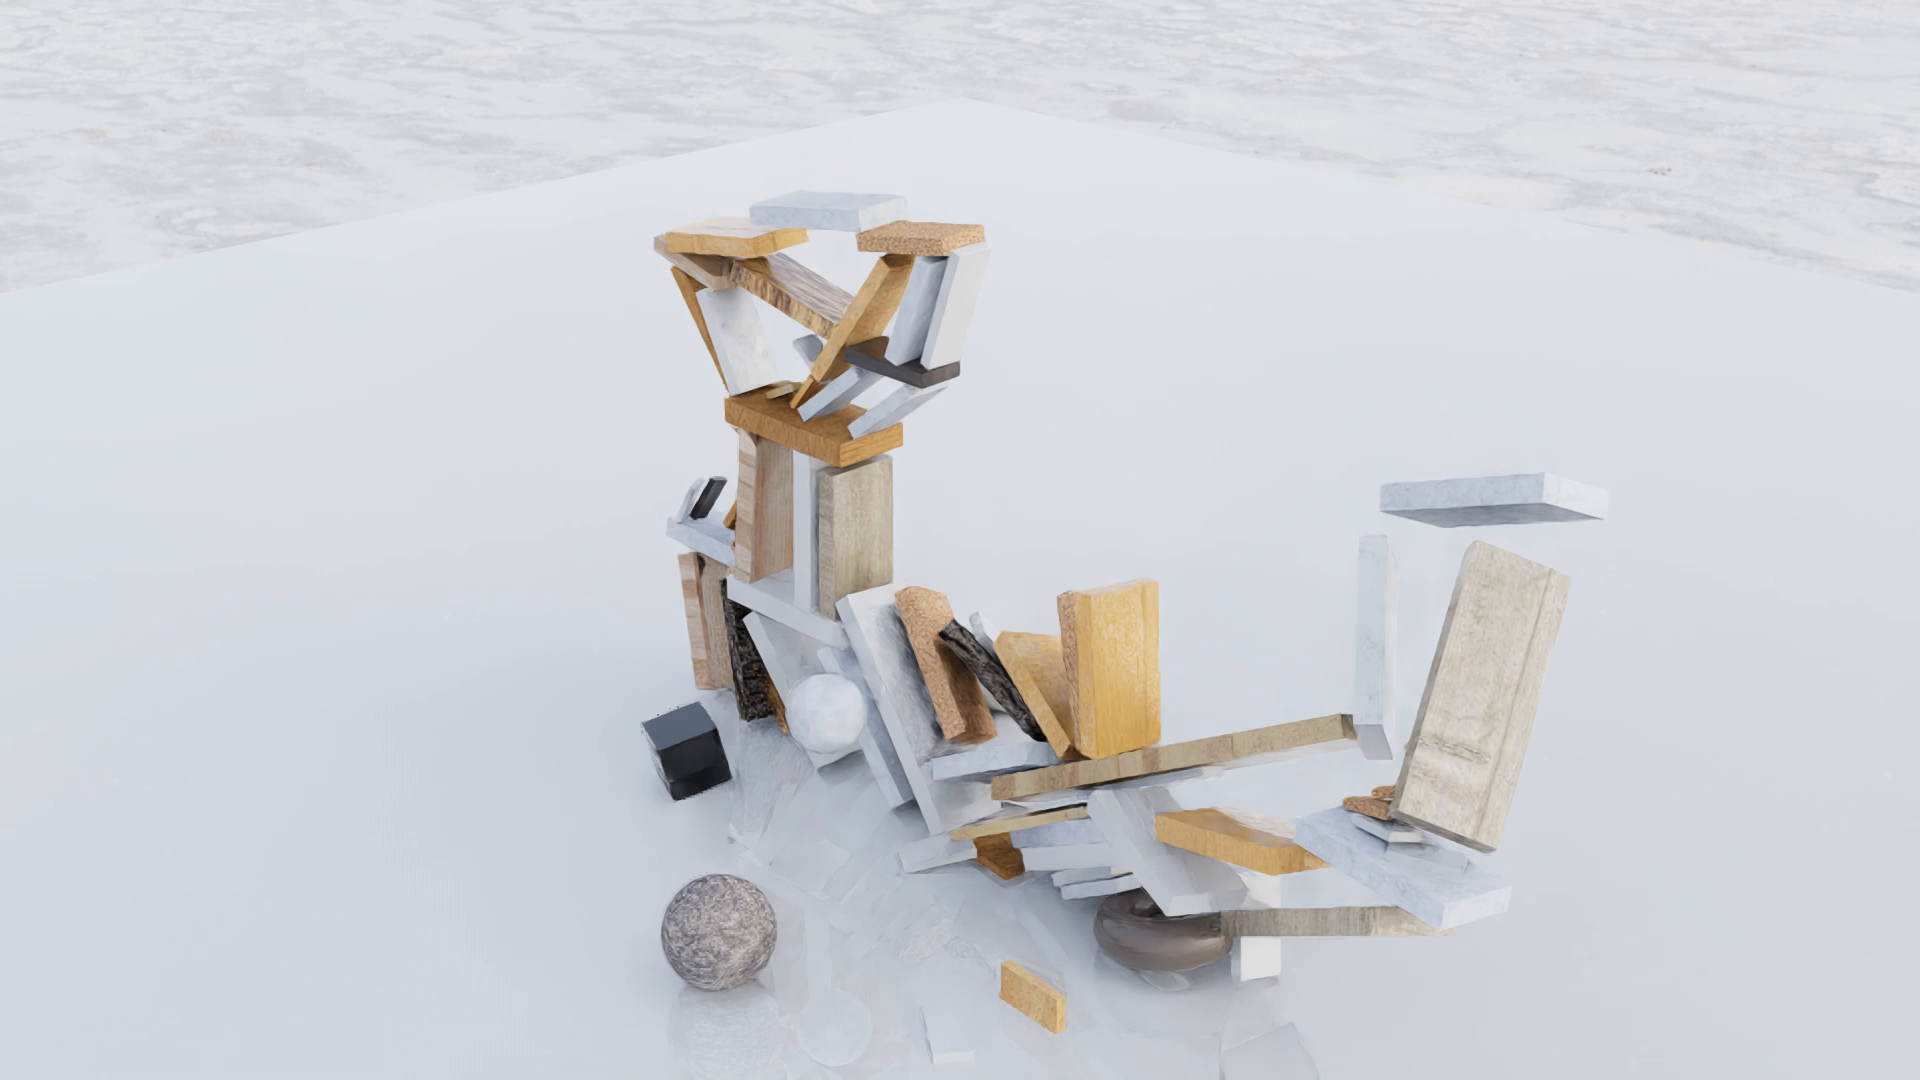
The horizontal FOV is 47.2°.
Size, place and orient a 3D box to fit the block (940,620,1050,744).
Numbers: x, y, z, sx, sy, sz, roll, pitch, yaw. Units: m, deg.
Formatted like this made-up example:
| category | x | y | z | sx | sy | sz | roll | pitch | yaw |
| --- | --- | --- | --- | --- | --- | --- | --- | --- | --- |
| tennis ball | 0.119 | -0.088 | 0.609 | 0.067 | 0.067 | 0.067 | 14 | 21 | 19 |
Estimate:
| category | x | y | z | sx | sy | sz | roll | pitch | yaw |
| --- | --- | --- | --- | --- | --- | --- | --- | --- | --- |
| block | 0.090 | 0.292 | 4.343 | 0.043 | 0.152 | 0.303 | -45 | 54 | 3 |

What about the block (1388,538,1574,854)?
| category | x | y | z | sx | sy | sz | roll | pitch | yaw |
| --- | --- | --- | --- | --- | --- | --- | --- | --- | --- |
| block | 0.824 | 0.244 | 3.472 | 0.168 | 0.471 | 0.048 | 22 | -19 | -2 |

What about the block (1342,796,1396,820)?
| category | x | y | z | sx | sy | sz | roll | pitch | yaw |
| --- | --- | --- | --- | --- | --- | --- | --- | --- | --- |
| block | 0.674 | 0.431 | 3.538 | 0.059 | 0.017 | 0.118 | 1 | 3 | -25 |

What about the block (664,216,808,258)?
| category | x | y | z | sx | sy | sz | roll | pitch | yaw |
| --- | --- | --- | --- | --- | --- | --- | --- | --- | --- |
| block | -0.453 | -0.615 | 4.452 | 0.141 | 0.040 | 0.283 | -24 | 25 | -39 |

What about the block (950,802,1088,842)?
| category | x | y | z | sx | sy | sz | roll | pitch | yaw |
| --- | --- | --- | --- | --- | --- | --- | --- | --- | --- |
| block | 0.148 | 0.525 | 4.148 | 0.334 | 0.020 | 0.072 | -13 | -2 | 20 |

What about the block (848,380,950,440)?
| category | x | y | z | sx | sy | sz | roll | pitch | yaw |
| --- | --- | --- | --- | --- | --- | --- | --- | --- | --- |
| block | -0.120 | -0.259 | 4.240 | 0.103 | 0.029 | 0.207 | -22 | -6 | -39 |

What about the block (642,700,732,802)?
| category | x | y | z | sx | sy | sz | roll | pitch | yaw |
| --- | --- | --- | --- | --- | --- | --- | --- | --- | --- |
| block | -0.563 | 0.435 | 4.537 | 0.128 | 0.128 | 0.128 | -21 | 29 | -15 |

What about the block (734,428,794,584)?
| category | x | y | z | sx | sy | sz | roll | pitch | yaw |
| --- | --- | --- | --- | --- | --- | --- | --- | --- | --- |
| block | -0.386 | -0.094 | 4.600 | 0.049 | 0.346 | 0.173 | 26 | 34 | 35 |

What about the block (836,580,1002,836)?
| category | x | y | z | sx | sy | sz | roll | pitch | yaw |
| --- | --- | --- | --- | --- | --- | --- | --- | --- | --- |
| block | -0.083 | 0.334 | 4.420 | 0.159 | 0.507 | 0.045 | -14 | -13 | -42 |

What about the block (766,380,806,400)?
| category | x | y | z | sx | sy | sz | roll | pitch | yaw |
| --- | --- | --- | --- | --- | --- | --- | --- | --- | --- |
| block | -0.343 | -0.305 | 4.452 | 0.054 | 0.015 | 0.108 | -16 | 3 | -34 |

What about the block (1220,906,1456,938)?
| category | x | y | z | sx | sy | sz | roll | pitch | yaw |
| --- | --- | --- | --- | --- | --- | --- | --- | --- | --- |
| block | 0.618 | 0.635 | 3.648 | 0.157 | 0.044 | 0.457 | 5 | -12 | -23 |

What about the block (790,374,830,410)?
| category | x | y | z | sx | sy | sz | roll | pitch | yaw |
| --- | --- | --- | --- | --- | --- | --- | --- | --- | --- |
| block | -0.296 | -0.302 | 4.410 | 0.054 | 0.108 | 0.015 | -17 | 71 | -35 |

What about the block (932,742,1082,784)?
| category | x | y | z | sx | sy | sz | roll | pitch | yaw |
| --- | --- | --- | --- | --- | --- | --- | --- | --- | --- |
| block | 0.096 | 0.434 | 4.268 | 0.152 | 0.043 | 0.303 | 8 | -15 | -36 |

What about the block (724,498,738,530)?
| category | x | y | z | sx | sy | sz | roll | pitch | yaw |
| --- | --- | --- | --- | --- | --- | --- | --- | --- | --- |
| block | -0.439 | -0.091 | 4.822 | 0.088 | 0.176 | 0.025 | 14 | 30 | -39 |

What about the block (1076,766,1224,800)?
| category | x | y | z | sx | sy | sz | roll | pitch | yaw |
| --- | --- | --- | --- | --- | --- | --- | --- | --- | --- |
| block | 0.347 | 0.448 | 4.047 | 0.059 | 0.017 | 0.312 | 7 | -17 | -43 |

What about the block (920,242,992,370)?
| category | x | y | z | sx | sy | sz | roll | pitch | yaw |
| --- | --- | --- | --- | --- | --- | --- | --- | --- | --- |
| block | -0.008 | -0.432 | 4.066 | 0.084 | 0.246 | 0.024 | -21 | 49 | -41 |

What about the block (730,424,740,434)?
| category | x | y | z | sx | sy | sz | roll | pitch | yaw |
| --- | --- | --- | --- | --- | --- | --- | --- | --- | --- |
| block | -0.443 | -0.223 | 4.743 | 0.105 | 0.015 | 0.053 | 44 | 30 | 24 |

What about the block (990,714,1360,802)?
| category | x | y | z | sx | sy | sz | roll | pitch | yaw |
| --- | --- | --- | --- | --- | --- | --- | --- | --- | --- |
| block | 0.401 | 0.402 | 4.001 | 0.782 | 0.043 | 0.153 | -16 | -16 | 39 |

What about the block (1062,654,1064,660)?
| category | x | y | z | sx | sy | sz | roll | pitch | yaw |
| --- | --- | --- | --- | --- | --- | --- | --- | --- | --- |
| block | 0.255 | 0.291 | 4.185 | 0.084 | 0.168 | 0.024 | 3 | -28 | -43 |

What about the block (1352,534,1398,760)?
| category | x | y | z | sx | sy | sz | roll | pitch | yaw |
| --- | --- | --- | --- | --- | --- | --- | --- | --- | --- |
| block | 0.697 | 0.180 | 3.679 | 0.048 | 0.168 | 0.337 | -2 | 65 | 18 |

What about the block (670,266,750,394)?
| category | x | y | z | sx | sy | sz | roll | pitch | yaw |
| --- | --- | --- | --- | --- | --- | --- | --- | --- | --- |
| block | -0.473 | -0.379 | 4.653 | 0.032 | 0.469 | 0.112 | -18 | 13 | 30 |

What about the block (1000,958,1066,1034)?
| category | x | y | z | sx | sy | sz | roll | pitch | yaw |
| --- | --- | --- | --- | --- | --- | --- | --- | --- | --- |
| block | 0.125 | 0.790 | 3.806 | 0.020 | 0.072 | 0.144 | -19 | 29 | -37 |

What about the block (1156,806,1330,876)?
| category | x | y | z | sx | sy | sz | roll | pitch | yaw |
| --- | --- | --- | --- | --- | --- | --- | --- | --- | --- |
| block | 0.491 | 0.509 | 3.740 | 0.157 | 0.044 | 0.314 | -3 | 6 | -32 |

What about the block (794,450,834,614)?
| category | x | y | z | sx | sy | sz | roll | pitch | yaw |
| --- | --- | --- | --- | --- | --- | --- | --- | --- | --- |
| block | -0.257 | -0.038 | 4.478 | 0.049 | 0.346 | 0.173 | 23 | 32 | 39 |

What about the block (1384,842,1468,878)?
| category | x | y | z | sx | sy | sz | roll | pitch | yaw |
| --- | --- | --- | --- | --- | --- | --- | --- | --- | --- |
| block | 0.727 | 0.494 | 3.426 | 0.119 | 0.017 | 0.059 | 12 | 19 | 19 |

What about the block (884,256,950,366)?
| category | x | y | z | sx | sy | sz | roll | pitch | yaw |
| --- | --- | --- | --- | --- | --- | --- | --- | --- | --- |
| block | -0.064 | -0.439 | 4.107 | 0.032 | 0.226 | 0.113 | 38 | 39 | 23 |

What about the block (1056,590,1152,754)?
| category | x | y | z | sx | sy | sz | roll | pitch | yaw |
| --- | --- | --- | --- | --- | --- | --- | --- | --- | --- |
| block | 0.272 | 0.254 | 4.159 | 0.153 | 0.307 | 0.043 | 12 | -28 | -38 |

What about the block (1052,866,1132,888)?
| category | x | y | z | sx | sy | sz | roll | pitch | yaw |
| --- | --- | --- | --- | --- | --- | --- | --- | --- | --- |
| block | 0.264 | 0.622 | 4.130 | 0.092 | 0.026 | 0.184 | -8 | -8 | -36 |

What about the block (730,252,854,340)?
| category | x | y | z | sx | sy | sz | roll | pitch | yaw |
| --- | --- | --- | --- | --- | --- | --- | --- | --- | --- |
| block | -0.309 | -0.486 | 4.389 | 0.283 | 0.040 | 0.141 | 34 | 32 | 27 |

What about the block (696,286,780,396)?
| category | x | y | z | sx | sy | sz | roll | pitch | yaw |
| --- | --- | --- | --- | --- | --- | --- | --- | --- | --- |
| block | -0.455 | -0.417 | 4.520 | 0.112 | 0.223 | 0.032 | -23 | 6 | -42 |

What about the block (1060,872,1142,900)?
| category | x | y | z | sx | sy | sz | roll | pitch | yaw |
| --- | --- | --- | --- | --- | --- | --- | --- | --- | --- |
| block | 0.276 | 0.640 | 4.087 | 0.092 | 0.026 | 0.184 | -9 | -7 | -34 |

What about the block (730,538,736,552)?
| category | x | y | z | sx | sy | sz | roll | pitch | yaw |
| --- | --- | --- | --- | --- | --- | --- | --- | --- | --- |
| block | -0.421 | 0.123 | 4.748 | 0.014 | 0.309 | 0.048 | 9 | 39 | 45 |

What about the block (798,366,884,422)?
| category | x | y | z | sx | sy | sz | roll | pitch | yaw |
| --- | --- | --- | --- | --- | --- | --- | --- | --- | --- |
| block | -0.223 | -0.299 | 4.327 | 0.104 | 0.029 | 0.207 | -24 | -5 | -41 |

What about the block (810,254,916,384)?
| category | x | y | z | sx | sy | sz | roll | pitch | yaw |
| --- | --- | --- | --- | --- | --- | --- | --- | --- | --- |
| block | -0.175 | -0.435 | 4.247 | 0.113 | 0.339 | 0.032 | -24 | 70 | -42 |

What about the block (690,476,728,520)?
| category | x | y | z | sx | sy | sz | roll | pitch | yaw |
| --- | --- | --- | --- | --- | --- | --- | --- | --- | --- |
| block | -0.563 | -0.094 | 4.920 | 0.015 | 0.105 | 0.053 | 38 | 19 | 18 |

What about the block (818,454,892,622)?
| category | x | y | z | sx | sy | sz | roll | pitch | yaw |
| --- | --- | --- | --- | --- | --- | --- | --- | --- | --- |
| block | -0.210 | -0.007 | 4.445 | 0.159 | 0.318 | 0.045 | -21 | 32 | -40 |

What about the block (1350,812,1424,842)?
| category | x | y | z | sx | sy | sz | roll | pitch | yaw |
| --- | --- | --- | --- | --- | --- | --- | --- | --- | --- |
| block | 0.676 | 0.455 | 3.487 | 0.059 | 0.017 | 0.119 | 1 | 7 | -20 |
